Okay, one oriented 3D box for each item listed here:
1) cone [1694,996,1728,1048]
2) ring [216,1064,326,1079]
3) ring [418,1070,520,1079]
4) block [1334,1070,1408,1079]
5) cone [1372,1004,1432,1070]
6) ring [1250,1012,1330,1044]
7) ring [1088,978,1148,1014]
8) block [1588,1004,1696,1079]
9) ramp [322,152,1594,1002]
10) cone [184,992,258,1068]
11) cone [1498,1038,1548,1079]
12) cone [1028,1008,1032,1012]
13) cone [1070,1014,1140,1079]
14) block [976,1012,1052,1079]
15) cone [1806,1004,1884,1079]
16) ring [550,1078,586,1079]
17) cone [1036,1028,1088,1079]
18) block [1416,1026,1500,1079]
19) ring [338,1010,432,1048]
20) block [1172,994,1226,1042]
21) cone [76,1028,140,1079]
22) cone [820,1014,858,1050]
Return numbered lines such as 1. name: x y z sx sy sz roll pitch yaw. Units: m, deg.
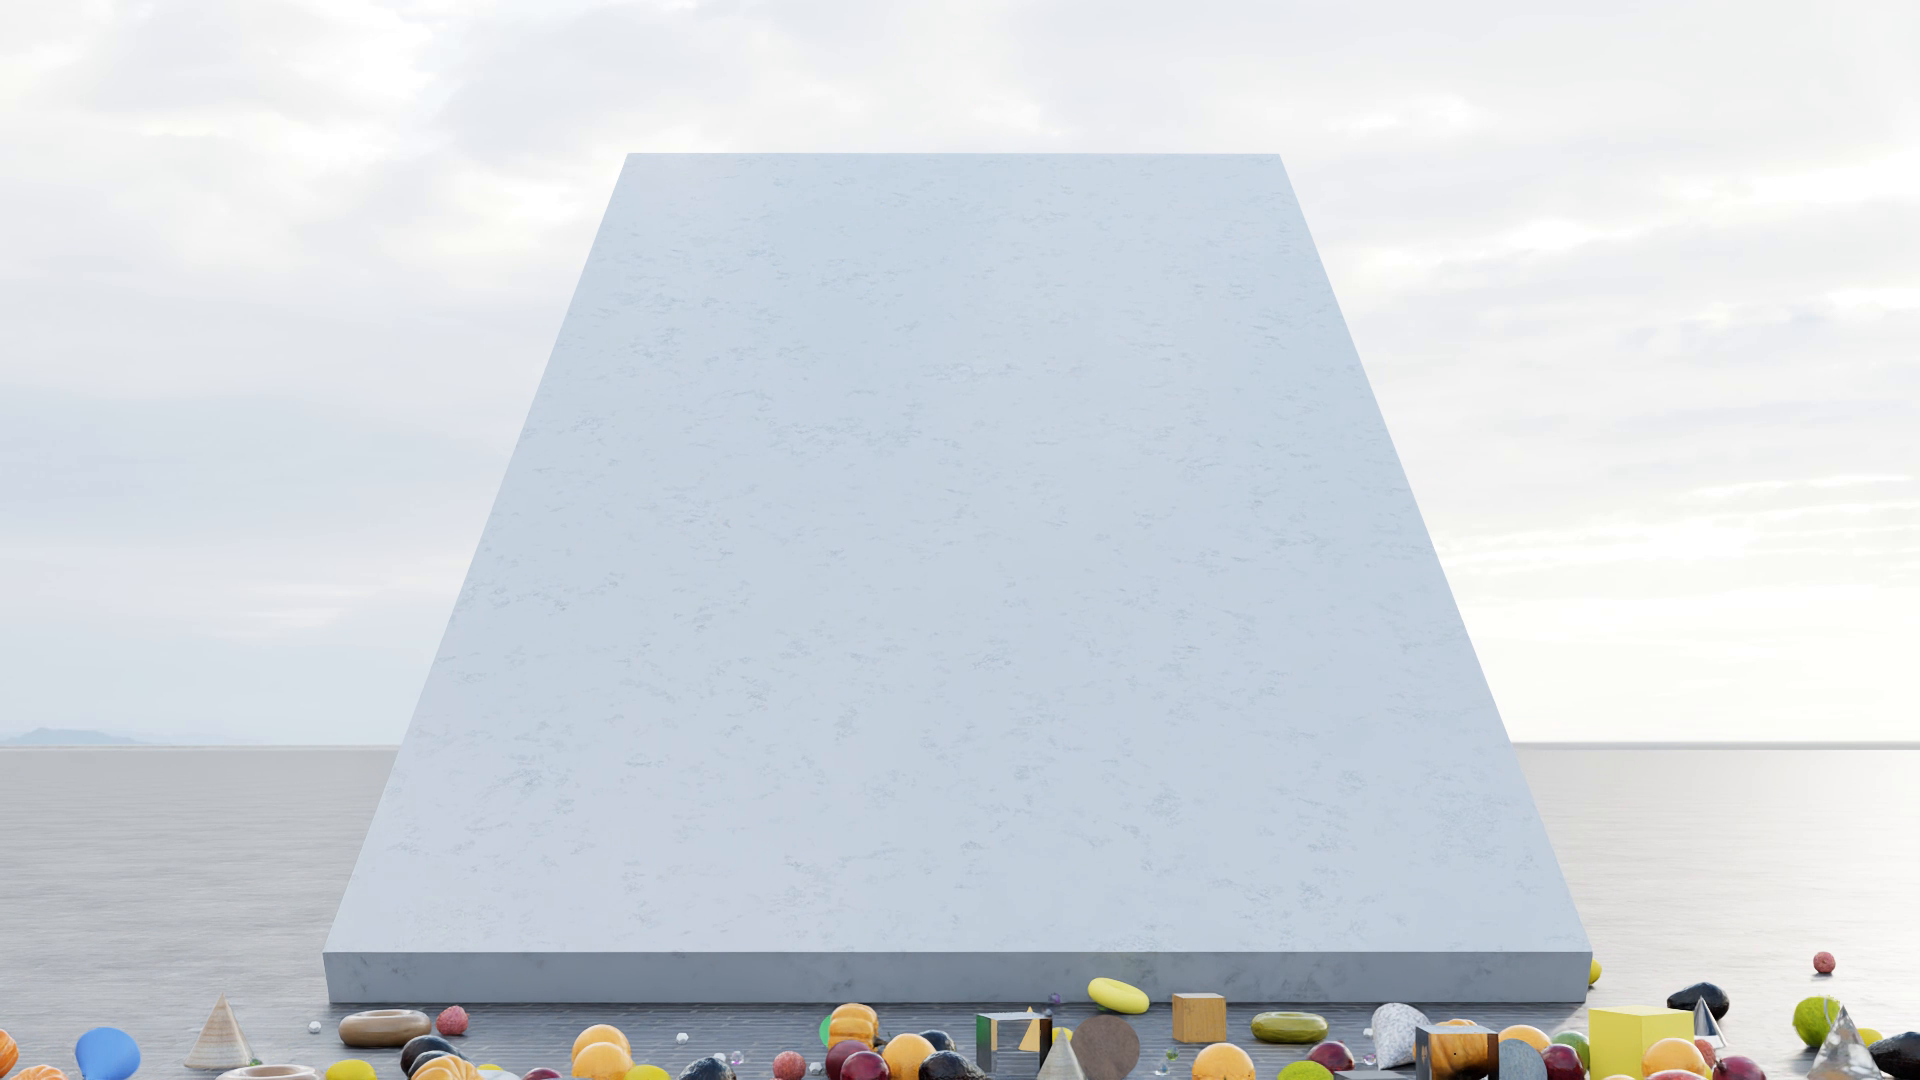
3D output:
1. cone: 1.018 0.658 3.259 0.066 0.066 0.066 0 -5 0
2. ring: -0.777 0.620 2.675 0.131 0.044 0.131 0 -3 0
3. ring: -0.549 0.616 2.632 0.134 0.045 0.134 -1 -5 0
4. block: 0.435 0.597 2.513 0.062 0.062 0.062 1 -5 -9
5. cone: 0.551 0.652 3.031 0.088 0.088 0.088 -3 21 34
6. ring: 0.458 0.678 3.301 0.109 0.036 0.109 1 -6 0
7. ring: 0.244 0.703 3.659 0.098 0.033 0.098 18 1 0
8. block: 0.830 0.617 2.892 0.087 0.087 0.087 3 -6 -30
9. ramp: -0.011 -0.225 5.538 2.000 0.100 4.000 0 27 0
10. cone: -0.952 0.629 3.062 0.092 0.092 0.092 0 -5 0
11. cone: 0.640 0.636 2.801 0.074 0.074 0.074 2 -33 -25
12. cone: 0.096 0.664 3.243 0.054 0.054 0.054 0 -5 0
13. cone: 0.180 0.646 2.948 0.086 0.086 0.086 0 -31 4
14. block: 0.067 0.629 2.952 0.073 0.073 0.073 2 -5 -20
15. cone: 1.089 0.617 2.925 0.091 0.091 0.091 0 -5 0
16. ring: -0.431 0.602 2.509 0.139 0.046 0.139 -4 0 0
17. cone: 0.123 0.625 2.880 0.069 0.069 0.069 0 -5 0
18. block: 0.580 0.610 2.771 0.078 0.078 0.078 0 -5 -3
19. ring: -0.791 0.672 3.271 0.125 0.042 0.125 -1 -5 0
20. block: 0.334 0.666 3.314 0.060 0.060 0.060 1 -5 -9
21. cone: -1.033 0.639 2.848 0.078 0.078 0.078 0 22 -3
22. cone: -0.167 0.677 3.226 0.052 0.052 0.052 1 -32 -9
